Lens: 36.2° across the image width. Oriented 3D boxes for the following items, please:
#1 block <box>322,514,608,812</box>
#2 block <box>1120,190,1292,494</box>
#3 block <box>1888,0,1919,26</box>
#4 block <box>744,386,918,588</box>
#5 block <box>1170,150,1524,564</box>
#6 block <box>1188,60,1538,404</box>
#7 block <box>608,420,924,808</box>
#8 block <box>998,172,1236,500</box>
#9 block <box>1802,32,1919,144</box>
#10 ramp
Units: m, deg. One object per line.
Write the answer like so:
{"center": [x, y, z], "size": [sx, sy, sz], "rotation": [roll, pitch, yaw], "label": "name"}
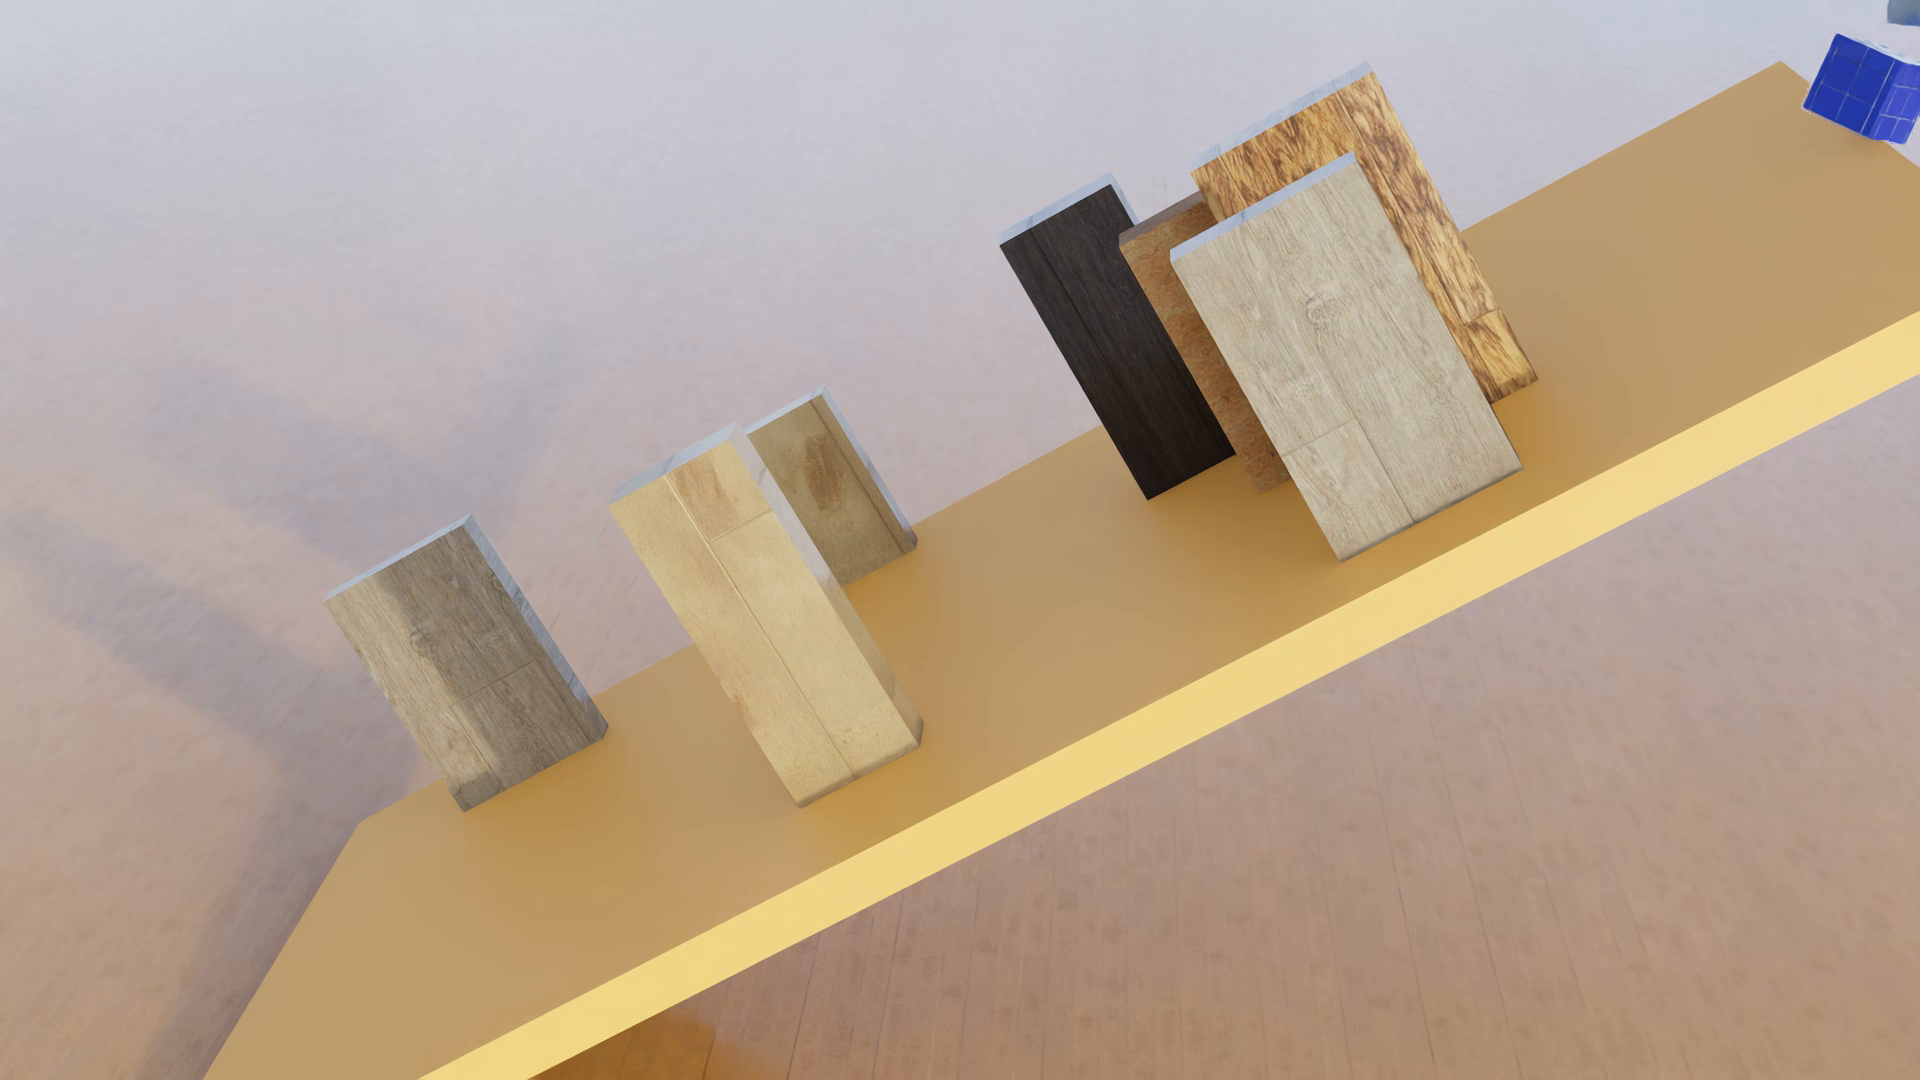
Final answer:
{"center": [-1.184, 0.300, 7.069], "size": [0.403, 0.620, 0.085], "rotation": [-28, 15, 12], "label": "block"}
{"center": [0.589, -0.421, 5.960], "size": [0.280, 0.591, 0.121], "rotation": [-28, 15, 12], "label": "block"}
{"center": [1.959, -1.105, 5.947], "size": [0.112, 0.112, 0.112], "rotation": [-21, 27, -36], "label": "block"}
{"center": [-0.333, -0.112, 7.085], "size": [0.273, 0.443, 0.084], "rotation": [-28, 15, 12], "label": "block"}
{"center": [0.698, -0.326, 5.311], "size": [0.371, 0.645, 0.103], "rotation": [-28, 15, 12], "label": "block"}
{"center": [0.784, -0.526, 5.720], "size": [0.393, 0.689, 0.128], "rotation": [-28, 15, 12], "label": "block"}
{"center": [-0.372, 0.149, 5.736], "size": [0.274, 0.717, 0.131], "rotation": [-28, 15, 12], "label": "block"}
{"center": [0.365, -0.438, 6.346], "size": [0.271, 0.650, 0.131], "rotation": [-28, 15, 12], "label": "block"}
{"center": [1.832, -0.907, 5.916], "size": [0.159, 0.159, 0.159], "rotation": [0, 28, -46], "label": "block"}
{"center": [0.142, 0.168, 6.284], "size": [4.000, 0.100, 2.000], "rotation": [-28, 15, 12], "label": "ramp"}
